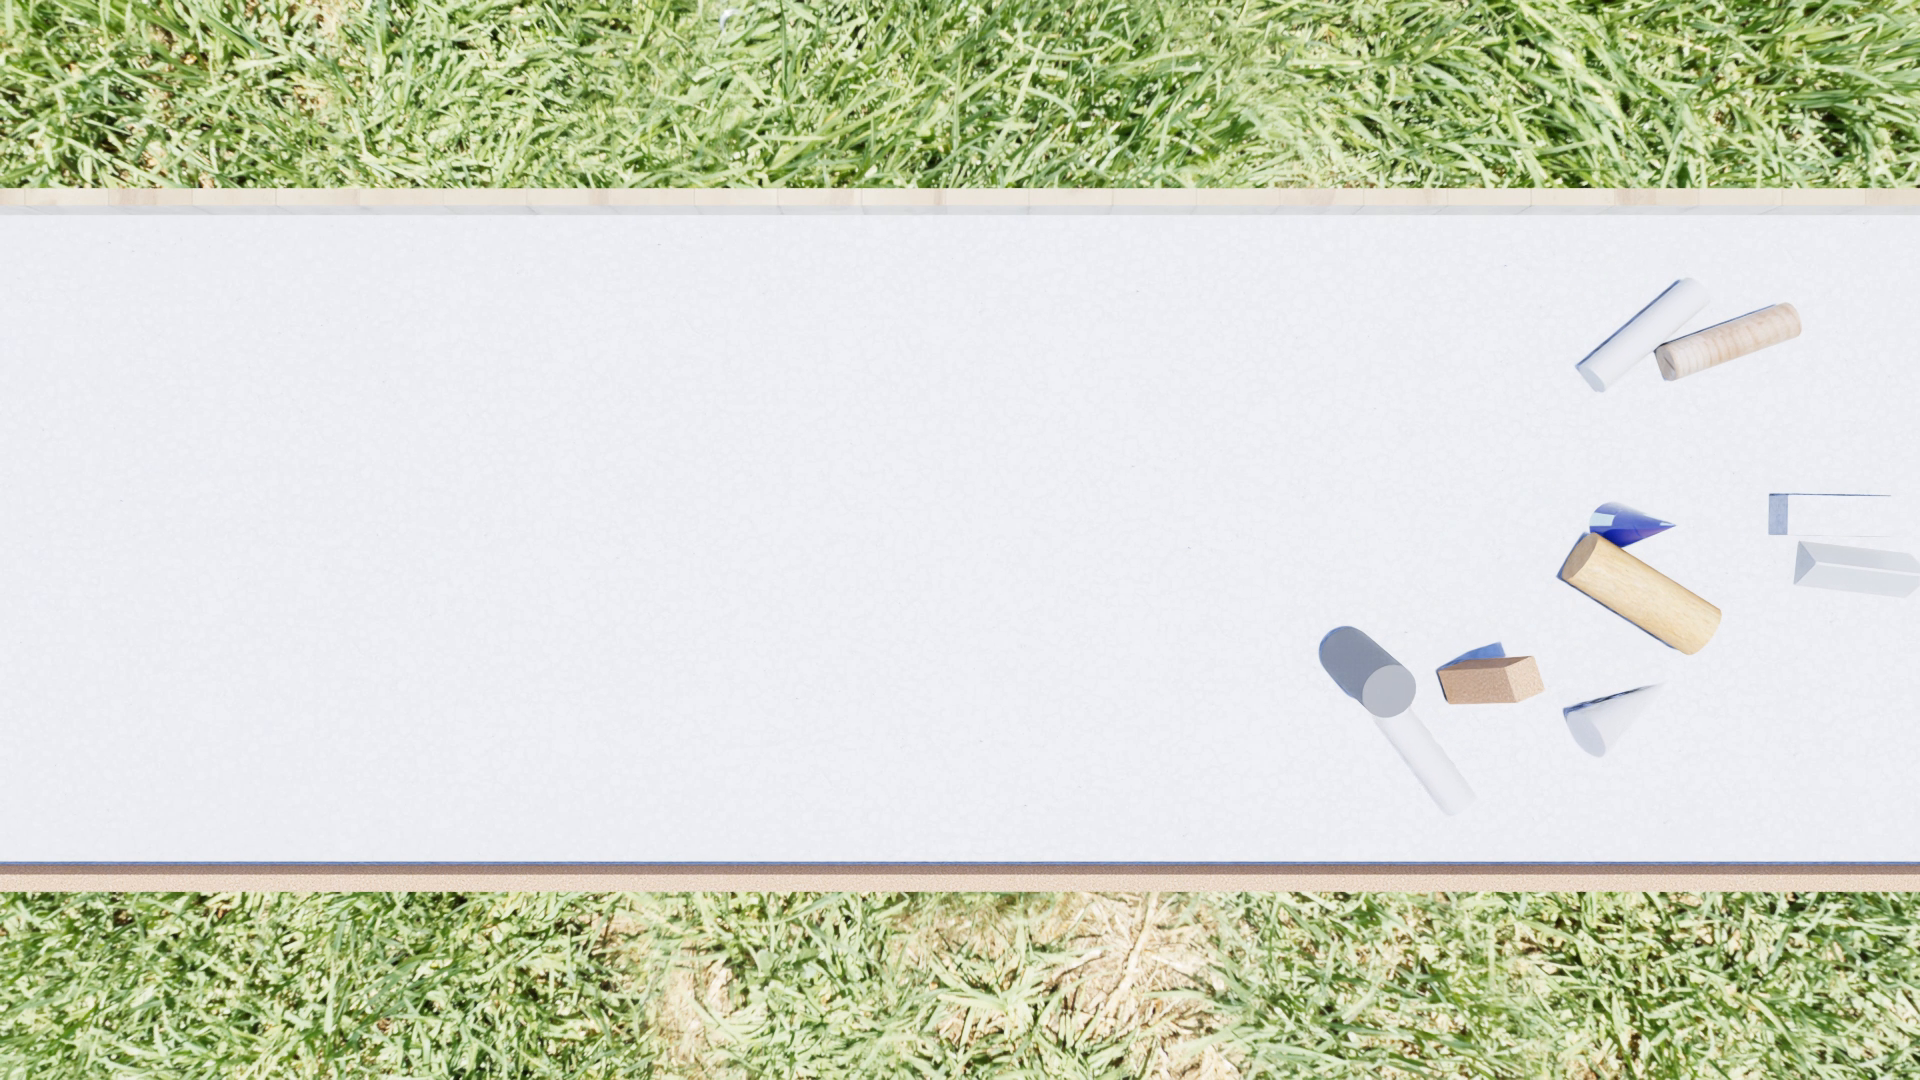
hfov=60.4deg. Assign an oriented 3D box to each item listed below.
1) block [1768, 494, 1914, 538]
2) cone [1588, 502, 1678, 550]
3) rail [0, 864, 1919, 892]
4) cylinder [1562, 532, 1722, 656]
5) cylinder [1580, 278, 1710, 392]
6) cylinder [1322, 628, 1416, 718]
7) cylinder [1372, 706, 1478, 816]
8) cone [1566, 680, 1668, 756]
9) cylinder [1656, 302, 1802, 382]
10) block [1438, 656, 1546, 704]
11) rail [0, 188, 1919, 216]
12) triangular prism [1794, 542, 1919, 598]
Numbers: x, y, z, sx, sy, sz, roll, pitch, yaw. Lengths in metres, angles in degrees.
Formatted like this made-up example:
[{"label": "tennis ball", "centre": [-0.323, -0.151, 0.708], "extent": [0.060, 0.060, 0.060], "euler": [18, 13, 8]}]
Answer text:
[{"label": "block", "centre": [2.676, -0.072, 5.016], "extent": [0.376, 0.120, 0.120], "euler": [1, 90, 0]}, {"label": "cone", "centre": [2.013, -0.041, 4.850], "extent": [0.154, 0.454, 0.154], "euler": [0, 90, 0]}, {"label": "rail", "centre": [-2.247, 1.025, 5.001], "extent": [12.000, 0.150, 0.050], "euler": [0, 90, 0]}, {"label": "cylinder", "centre": [2.061, 0.163, 4.992], "extent": [0.436, 0.169, 0.169], "euler": [32, 90, 0]}, {"label": "cylinder", "centre": [2.085, -0.625, 5.023], "extent": [0.417, 0.107, 0.107], "euler": [-40, 90, 0]}, {"label": "cylinder", "centre": [1.211, 0.391, 4.901], "extent": [0.165, 0.314, 0.165], "euler": [-3, 107, -9]}, {"label": "cylinder", "centre": [1.397, 0.633, 5.022], "extent": [0.109, 0.109, 0.437], "euler": [-37, 90, 0]}, {"label": "cone", "centre": [2.039, 0.510, 5.038], "extent": [0.333, 0.158, 0.158], "euler": [-29, 90, -13]}, {"label": "cylinder", "centre": [2.338, -0.603, 5.020], "extent": [0.401, 0.114, 0.114], "euler": [-19, 90, 0]}, {"label": "block", "centre": [1.578, 0.419, 4.907], "extent": [0.108, 0.322, 0.108], "euler": [-18, 90, -20]}, {"label": "rail", "centre": [-2.247, -1.025, 5.002], "extent": [12.000, 0.150, 0.050], "euler": [0, 90, 0]}, {"label": "triangular prism", "centre": [2.743, 0.090, 5.014], "extent": [0.344, 0.117, 0.136], "euler": [7, 90, 0]}]
